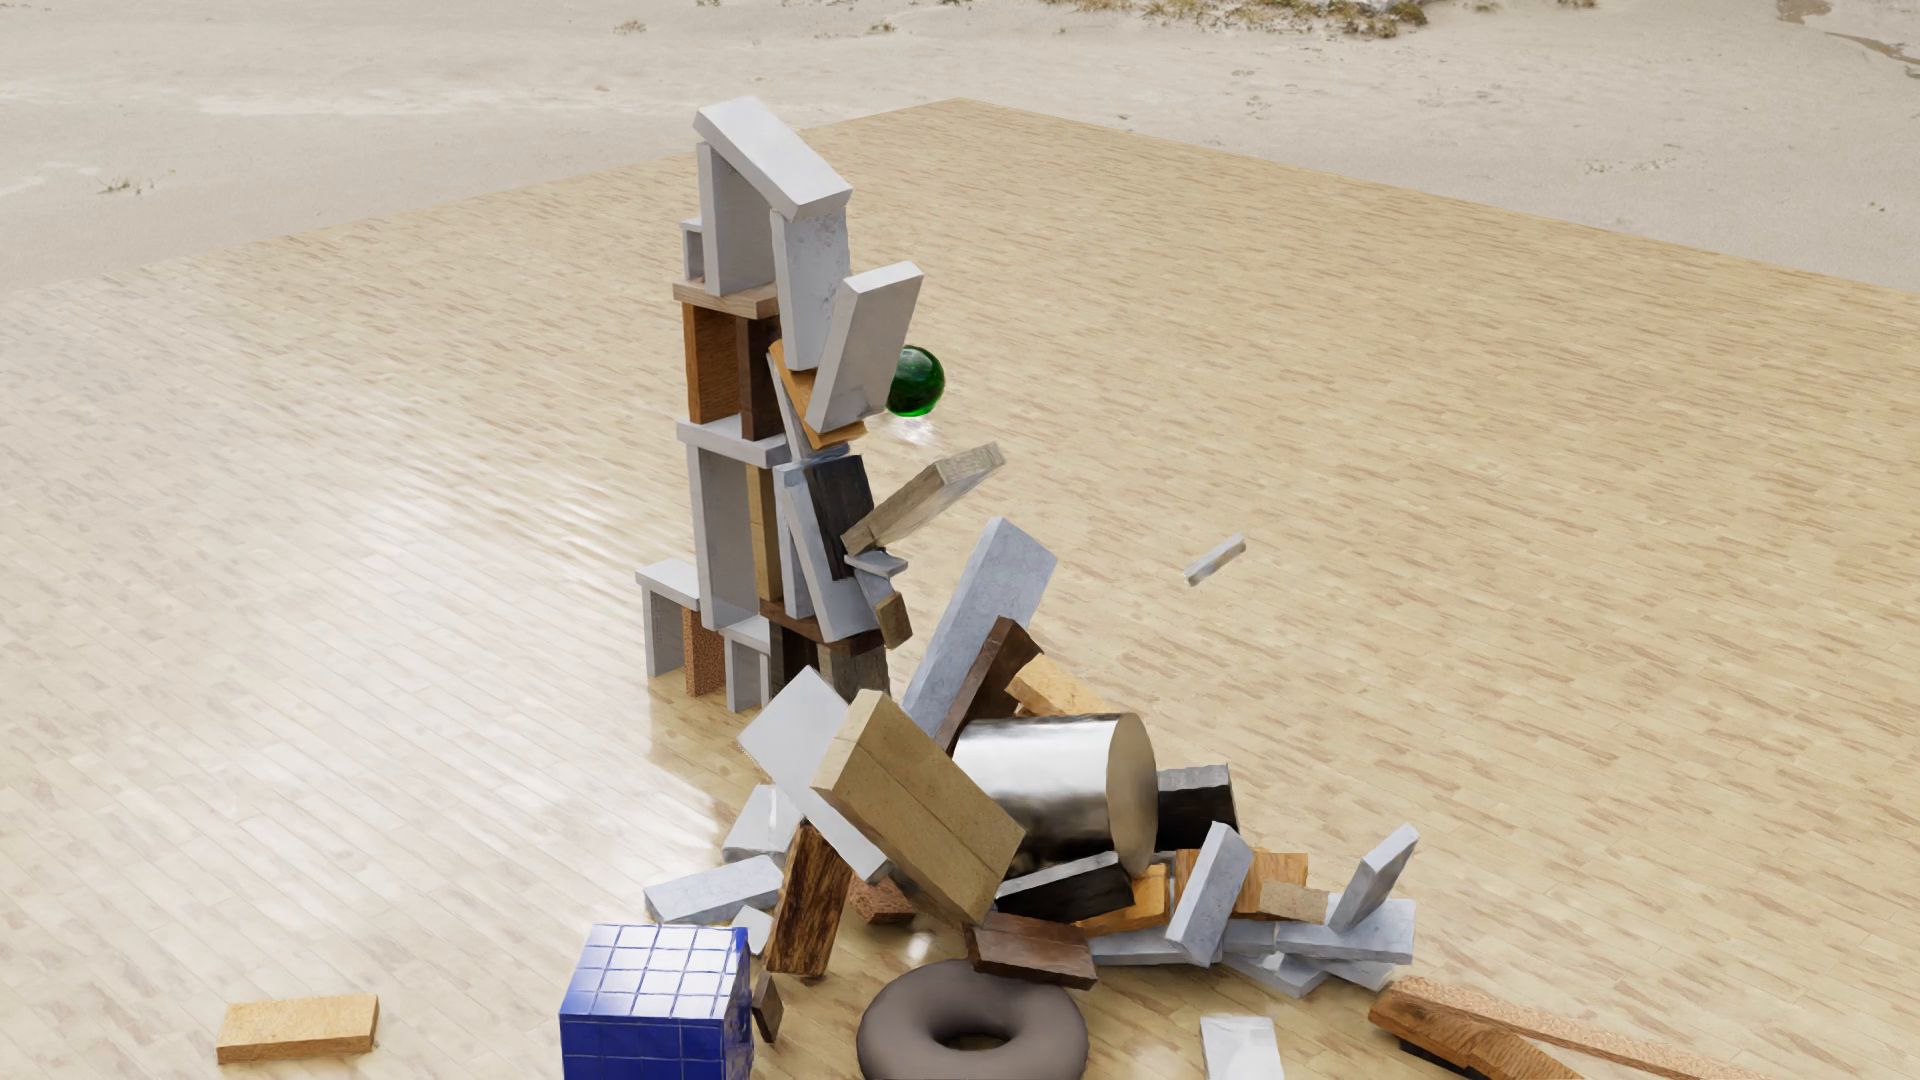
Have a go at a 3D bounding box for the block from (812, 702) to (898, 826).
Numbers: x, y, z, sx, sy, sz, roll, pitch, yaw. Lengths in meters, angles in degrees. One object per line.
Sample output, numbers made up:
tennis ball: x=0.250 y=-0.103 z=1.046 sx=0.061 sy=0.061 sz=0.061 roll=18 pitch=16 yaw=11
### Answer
block: x=-0.207 y=0.476 z=4.434 sx=0.045 sy=0.160 sz=0.365 roll=6 pitch=24 yaw=18

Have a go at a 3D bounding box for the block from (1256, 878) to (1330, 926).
block: x=0.579 y=0.629 z=3.823 sx=0.116 sy=0.058 sz=0.016 roll=11 pitch=-14 yaw=6

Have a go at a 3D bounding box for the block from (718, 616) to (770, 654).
block: x=-0.434 y=0.203 z=4.781 sx=0.090 sy=0.025 sz=0.179 roll=-21 pitch=27 yaw=-40

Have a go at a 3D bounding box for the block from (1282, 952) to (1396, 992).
block: x=0.672 y=0.744 z=3.916 sx=0.187 sy=0.027 sz=0.094 roll=19 pitch=14 yaw=23

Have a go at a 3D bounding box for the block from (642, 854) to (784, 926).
block: x=-0.455 y=0.667 z=4.134 sx=0.250 sy=0.035 sz=0.125 roll=-13 pitch=26 yaw=-24

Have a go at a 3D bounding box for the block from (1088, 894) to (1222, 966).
block: x=0.344 y=0.693 z=3.914 sx=0.242 sy=0.034 sz=0.121 roll=-4 pitch=46 yaw=15

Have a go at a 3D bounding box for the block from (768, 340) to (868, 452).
block: x=-0.285 y=-0.301 z=4.409 sx=0.116 sy=0.232 sz=0.033 roll=-19 pitch=-9 yaw=-37

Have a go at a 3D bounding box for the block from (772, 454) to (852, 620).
block: x=-0.291 y=-0.010 z=4.517 sx=0.160 sy=0.320 sz=0.045 roll=-15 pitch=22 yaw=-31

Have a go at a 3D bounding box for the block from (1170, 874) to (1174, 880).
block: x=0.409 y=0.656 z=4.193 sx=0.117 sy=0.017 sz=0.058 roll=-18 pitch=29 yaw=-36

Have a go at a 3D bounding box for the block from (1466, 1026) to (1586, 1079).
block: x=0.935 y=0.874 z=3.597 sx=0.189 sy=0.027 sz=0.094 roll=30 pitch=38 yaw=24

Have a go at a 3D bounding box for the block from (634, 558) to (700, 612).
block: x=-0.617 y=0.098 z=4.929 sx=0.219 sy=0.031 sz=0.109 roll=21 pitch=31 yaw=41

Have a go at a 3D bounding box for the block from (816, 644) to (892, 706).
block: x=-0.213 y=0.334 z=4.598 sx=0.145 sy=0.290 sz=0.041 roll=-20 pitch=21 yaw=-39

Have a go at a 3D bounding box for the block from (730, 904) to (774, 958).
block: x=-0.370 y=0.707 z=3.965 sx=0.073 sy=0.021 sz=0.146 roll=-55 pitch=28 yaw=-17

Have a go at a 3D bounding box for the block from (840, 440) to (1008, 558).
block: x=-0.073 y=-0.077 z=4.266 sx=0.170 sy=0.048 sz=0.340 roll=-21 pitch=-11 yaw=-42

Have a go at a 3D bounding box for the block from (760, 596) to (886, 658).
block: x=-0.269 y=0.160 z=4.582 sx=0.145 sy=0.041 sz=0.290 roll=-21 pitch=30 yaw=-39

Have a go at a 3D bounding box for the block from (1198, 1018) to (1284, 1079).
block: x=0.470 y=0.878 z=3.648 sx=0.121 sy=0.034 sz=0.242 roll=0 pitch=23 yaw=0

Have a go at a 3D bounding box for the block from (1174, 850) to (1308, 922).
block: x=0.496 y=0.610 z=3.888 sx=0.231 sy=0.033 sz=0.116 roll=1 pitch=57 yaw=9

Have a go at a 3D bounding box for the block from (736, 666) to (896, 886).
block: x=-0.206 y=0.404 z=3.792 sx=0.359 sy=0.180 sz=0.051 roll=45 pitch=0 yaw=25

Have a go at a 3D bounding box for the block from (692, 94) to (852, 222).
block: x=-0.369 y=-0.753 z=4.323 sx=0.305 sy=0.043 sz=0.153 roll=45 pitch=44 yaw=18

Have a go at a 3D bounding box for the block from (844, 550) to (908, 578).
block: x=-0.165 y=0.044 z=4.339 sx=0.118 sy=0.017 sz=0.059 roll=18 pitch=30 yaw=39

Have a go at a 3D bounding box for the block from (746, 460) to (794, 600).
block: x=-0.365 y=-0.036 z=4.601 sx=0.148 sy=0.295 sz=0.042 roll=-21 pitch=27 yaw=-39

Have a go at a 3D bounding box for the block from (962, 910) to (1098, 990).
block: x=0.117 y=0.689 z=3.708 sx=0.224 sy=0.032 sz=0.112 roll=15 pitch=36 yaw=-24

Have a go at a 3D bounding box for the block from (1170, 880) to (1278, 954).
block: x=0.449 y=0.675 z=3.955 sx=0.242 sy=0.034 sz=0.121 roll=1 pitch=51 yaw=15

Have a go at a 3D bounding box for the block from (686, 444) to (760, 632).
block: x=-0.504 y=-0.024 z=4.756 sx=0.148 sy=0.422 sz=0.042 roll=-21 pitch=27 yaw=-40

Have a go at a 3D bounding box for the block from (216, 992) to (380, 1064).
block: x=-1.127 y=0.833 z=3.753 sx=0.250 sy=0.035 sz=0.125 roll=-3 pitch=23 yaw=-7

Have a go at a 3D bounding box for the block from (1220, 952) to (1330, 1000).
block: x=0.558 y=0.756 z=3.944 sx=0.187 sy=0.027 sz=0.094 roll=20 pitch=30 yaw=39

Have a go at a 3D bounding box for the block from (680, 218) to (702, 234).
block: x=-0.523 y=-0.645 z=4.520 sx=0.104 sy=0.015 sz=0.052 roll=17 pitch=28 yaw=40

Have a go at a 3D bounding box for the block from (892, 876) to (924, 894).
block: x=-0.107 y=0.610 z=4.283 sx=0.112 sy=0.032 sz=0.223 roll=-16 pitch=28 yaw=-34

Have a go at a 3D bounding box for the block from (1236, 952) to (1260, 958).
block: x=0.469 y=0.700 z=3.998 sx=0.187 sy=0.027 sz=0.094 roll=14 pitch=26 yaw=24

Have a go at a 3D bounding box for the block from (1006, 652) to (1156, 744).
block: x=0.236 y=0.342 z=4.284 sx=0.287 sy=0.041 sz=0.144 roll=37 pitch=25 yaw=8

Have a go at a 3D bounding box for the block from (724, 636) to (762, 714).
block: x=-0.475 y=0.284 z=4.861 sx=0.090 sy=0.179 sz=0.025 roll=-21 pitch=31 yaw=-40

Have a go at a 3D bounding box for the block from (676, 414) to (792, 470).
block: x=-0.445 y=-0.218 z=4.609 sx=0.148 sy=0.042 sz=0.295 roll=-21 pitch=28 yaw=-41

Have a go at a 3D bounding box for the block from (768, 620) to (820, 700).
block: x=-0.334 y=0.289 z=4.709 sx=0.041 sy=0.290 sz=0.145 roll=20 pitch=30 yaw=41

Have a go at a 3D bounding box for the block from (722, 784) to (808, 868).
block: x=-0.376 y=0.567 z=4.379 sx=0.125 sy=0.035 sz=0.250 roll=4 pitch=23 yaw=10

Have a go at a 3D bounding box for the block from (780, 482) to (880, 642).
block: x=-0.240 y=0.030 z=4.438 sx=0.160 sy=0.320 sz=0.045 roll=-18 pitch=3 yaw=-30

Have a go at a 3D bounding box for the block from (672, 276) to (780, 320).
block: x=-0.455 y=-0.504 z=4.512 sx=0.262 sy=0.037 sz=0.131 roll=17 pitch=28 yaw=41

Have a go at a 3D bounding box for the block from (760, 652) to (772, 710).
block: x=-0.390 y=0.317 z=4.784 sx=0.025 sy=0.179 sz=0.090 roll=21 pitch=31 yaw=41
